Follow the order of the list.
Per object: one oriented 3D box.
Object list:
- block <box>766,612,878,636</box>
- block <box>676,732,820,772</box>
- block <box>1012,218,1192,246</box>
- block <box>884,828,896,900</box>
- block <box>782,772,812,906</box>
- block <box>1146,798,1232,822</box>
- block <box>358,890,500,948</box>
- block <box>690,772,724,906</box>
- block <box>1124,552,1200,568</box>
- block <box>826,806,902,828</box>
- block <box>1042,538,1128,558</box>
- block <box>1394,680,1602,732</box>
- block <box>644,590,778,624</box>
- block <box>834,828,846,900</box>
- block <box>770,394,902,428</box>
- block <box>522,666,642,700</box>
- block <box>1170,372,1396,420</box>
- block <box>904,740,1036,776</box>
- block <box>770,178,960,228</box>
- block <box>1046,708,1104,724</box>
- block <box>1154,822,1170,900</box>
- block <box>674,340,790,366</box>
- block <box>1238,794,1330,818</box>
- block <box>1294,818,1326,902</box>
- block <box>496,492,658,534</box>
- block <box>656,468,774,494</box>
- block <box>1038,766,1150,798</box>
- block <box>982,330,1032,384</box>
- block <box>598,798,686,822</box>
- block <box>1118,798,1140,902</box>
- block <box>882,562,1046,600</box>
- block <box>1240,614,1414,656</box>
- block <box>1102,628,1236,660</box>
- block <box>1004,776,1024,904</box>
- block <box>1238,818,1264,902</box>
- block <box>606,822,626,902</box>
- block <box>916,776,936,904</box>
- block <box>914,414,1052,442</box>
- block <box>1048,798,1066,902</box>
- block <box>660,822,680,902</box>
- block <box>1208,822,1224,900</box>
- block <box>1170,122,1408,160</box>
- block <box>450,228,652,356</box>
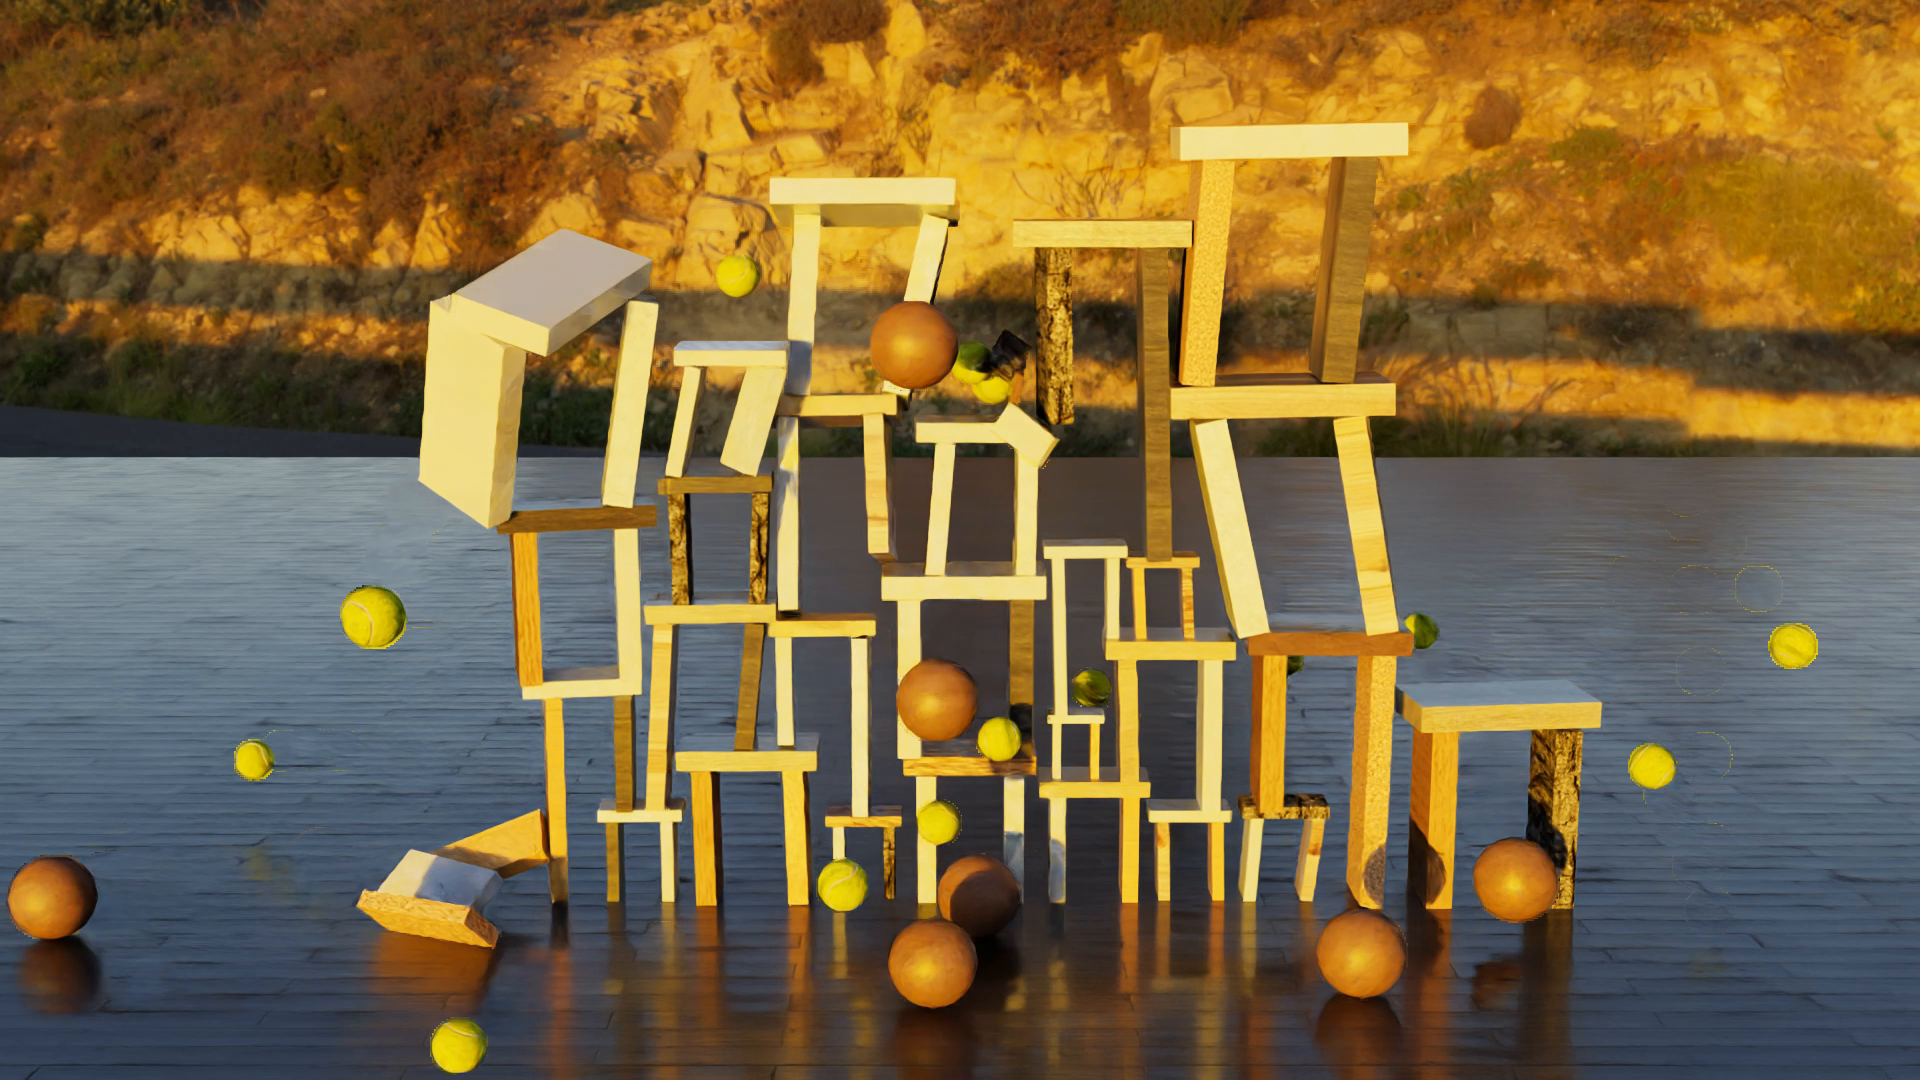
[{"bbox_3d":[-0.226,0.139,3.607,0.177,0.025,0.089,-1,6,0],"label":"block"},{"bbox_3d":[-0.347,0.349,3.623,0.229,0.032,0.114,0,11,0],"label":"block"},{"bbox_3d":[0.222,-0.486,3.475,0.277,0.039,0.139,0,10,1],"label":"block"},{"bbox_3d":[-0.117,0.528,3.662,0.018,0.124,0.062,0,11,0],"label":"block"},{"bbox_3d":[-0.269,0.477,3.649,0.032,0.229,0.114,-2,11,0],"label":"block"},{"bbox_3d":[0.378,0.448,3.644,0.134,0.019,0.067,0,11,0],"label":"block"},{"bbox_3d":[-0.828,0.590,3.427,0.200,0.028,0.100,4,-29,23],"label":"block"},{"bbox_3d":[-0.418,0.478,3.646,0.032,0.229,0.114,-1,11,0],"label":"block"},{"bbox_3d":[0.326,0.031,3.562,0.116,0.016,0.058,0,10,0],"label":"block"},{"bbox_3d":[-0.159,0.458,3.649,0.124,0.018,0.062,0,11,0],"label":"block"},{"bbox_3d":[0.202,0.014,3.562,0.133,0.019,0.067,0,11,0],"label":"block"},{"bbox_3d":[0.883,0.273,3.623,0.299,0.042,0.149,-1,11,-6],"label":"block"},{"bbox_3d":[-0.403,0.109,3.586,0.210,0.030,0.105,-1,11,-2],"label":"block"},{"bbox_3d":[-0.200,0.528,3.662,0.018,0.124,0.062,0,11,0],"label":"block"},{"bbox_3d":[-0.214,-0.212,3.644,0.229,0.032,0.114,-1,-7,3],"label":"block"},{"bbox_3d":[-0.621,0.233,3.618,0.190,0.027,0.095,-2,11,-9],"label":"block"},{"bbox_3d":[0.504,-0.232,3.513,0.349,0.049,0.175,-1,11,0],"label":"block"},{"bbox_3d":[0.016,0.359,3.635,0.217,0.031,0.108,0,10,1],"label":"block"},{"bbox_3d":[-0.155,-0.555,3.626,0.301,0.043,0.150,0,-7,3],"label":"block"},{"bbox_3d":[0.190,0.289,3.615,0.094,0.013,0.047,0,11,0],"label":"block"},{"bbox_3d":[0.336,0.524,3.658,0.019,0.134,0.067,-2,11,0],"label":"block"},{"bbox_3d":[-0.363,-0.298,3.507,0.176,0.025,0.088,0,15,0],"label":"block"},{"bbox_3d":[0.535,0.441,3.638,0.141,0.020,0.071,0,11,0],"label":"block"},{"bbox_3d":[0.581,0.520,3.654,0.020,0.141,0.071,7,10,-1],"label":"block"},{"bbox_3d":[-0.625,-0.044,3.565,0.251,0.036,0.126,-3,11,-14],"label":"block"},{"bbox_3d":[-0.392,-0.096,3.544,0.181,0.026,0.090,-1,11,-1],"label":"block"},{"bbox_3d":[0.220,0.400,3.636,0.180,0.026,0.090,0,11,0],"label":"block"},{"bbox_3d":[0.074,-0.289,3.459,0.052,0.015,0.104,33,37,-3],"label":"block"},{"bbox_3d":[-0.526,0.447,3.638,0.137,0.019,0.068,0,11,-2],"label":"block"},{"bbox_3d":[0.281,0.501,3.655,0.026,0.180,0.090,0,11,0],"label":"block"},{"bbox_3d":[0.006,0.066,3.583,0.264,0.037,0.132,0,10,0],"label":"block"},{"bbox_3d":[0.594,0.155,3.582,0.263,0.037,0.131,0,11,0],"label":"block"},{"bbox_3d":[0.339,0.169,3.587,0.208,0.029,0.104,0,11,0],"label":"block"},{"bbox_3d":[0.089,0.482,3.655,0.031,0.217,0.108,0,10,1],"label":"block"},{"bbox_3d":[0.483,0.520,3.654,0.020,0.141,0.071,4,11,-1],"label":"block"},{"bbox_3d":[-0.571,0.523,3.652,0.019,0.137,0.068,1,11,-1],"label":"block"},{"bbox_3d":[-0.055,0.482,3.656,0.031,0.217,0.108,0,10,0],"label":"block"},{"bbox_3d":[0.036,-0.179,3.531,0.214,0.030,0.107,0,10,-3],"label":"block"},{"bbox_3d":[0.161,0.501,3.655,0.025,0.180,0.090,0,11,0],"label":"block"},{"bbox_3d":[-0.482,0.524,3.652,0.019,0.137,0.068,0,11,0],"label":"block"},{"bbox_3d":[0.425,0.524,3.658,0.019,0.134,0.067,-2,11,0],"label":"block"},{"bbox_3d":[0.511,-0.624,3.439,0.346,0.049,0.173,-1,11,1],"label":"block"},{"bbox_3d":[-0.623,-0.385,3.383,0.163,0.046,0.327,20,31,12],"label":"block"}]
